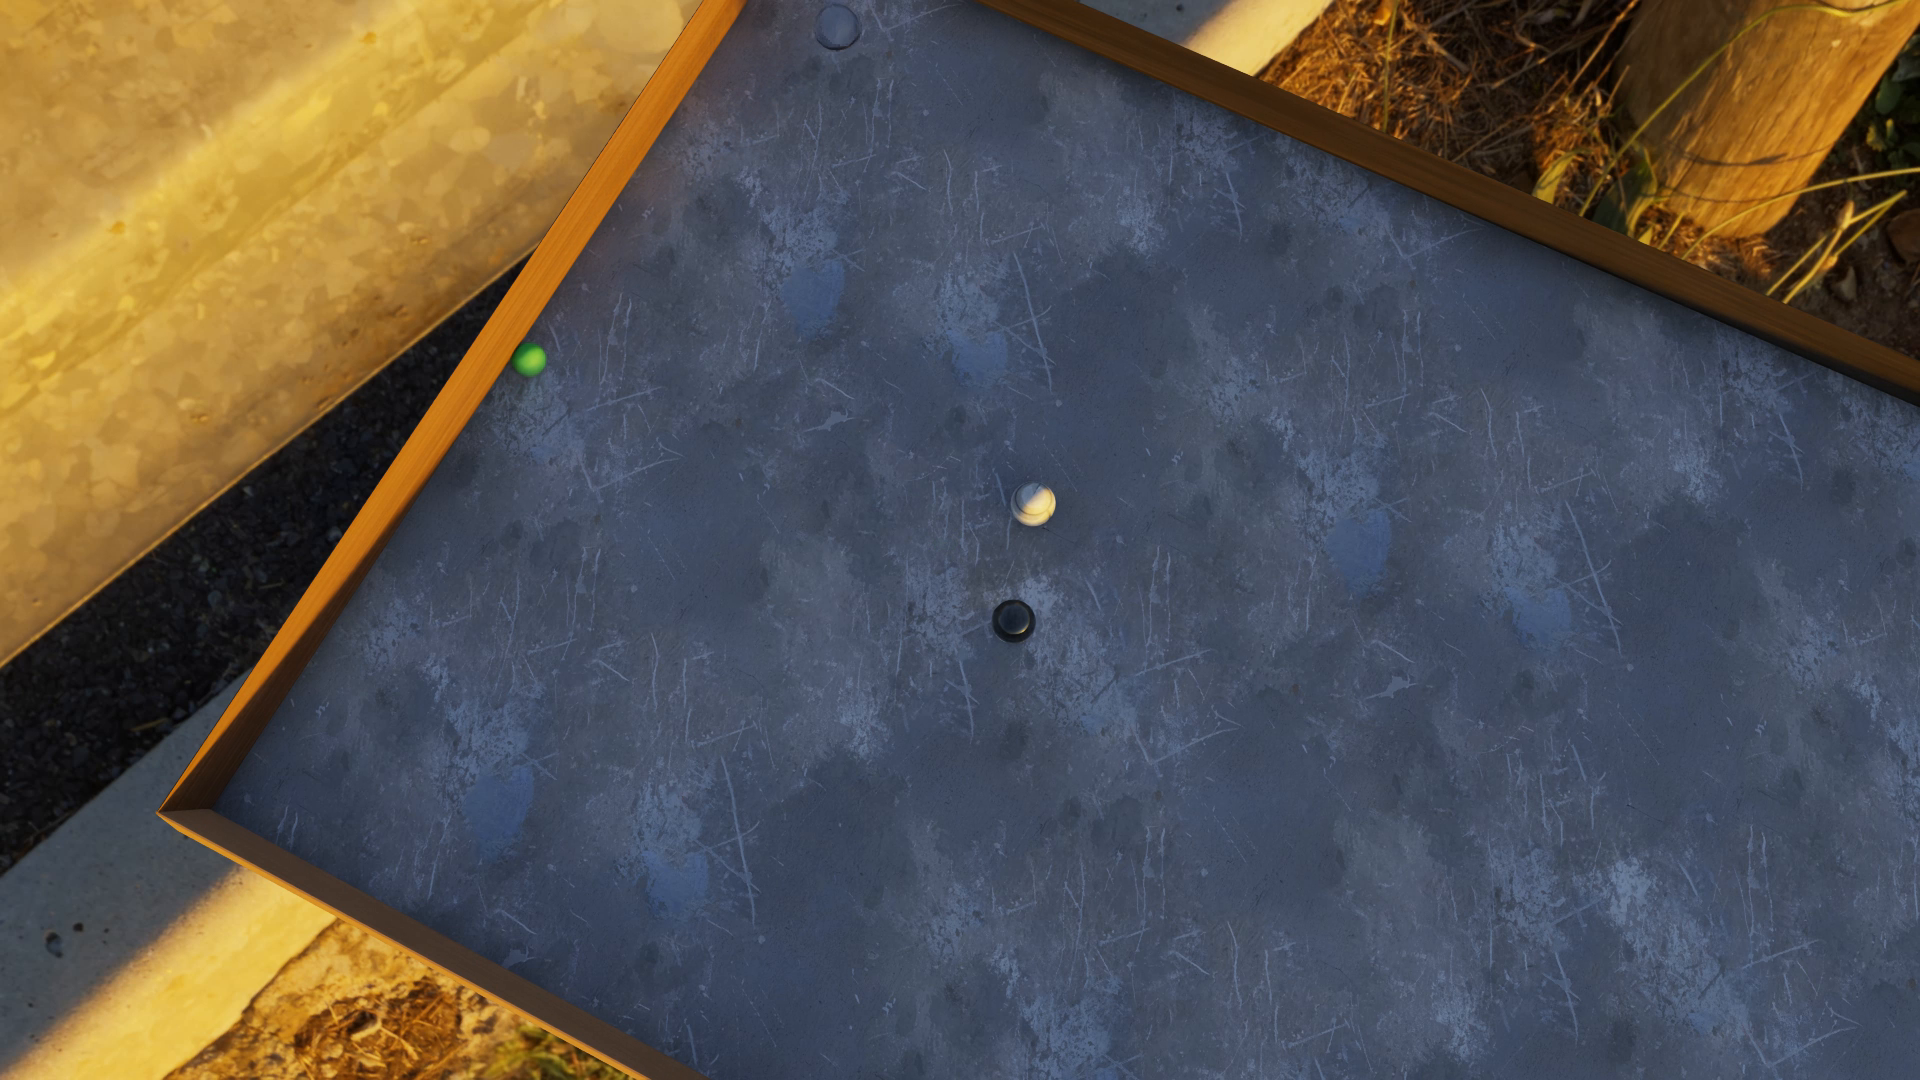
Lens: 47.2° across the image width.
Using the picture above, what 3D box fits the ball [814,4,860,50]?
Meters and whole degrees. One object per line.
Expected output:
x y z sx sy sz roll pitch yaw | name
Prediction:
-0.216 -0.898 3.854 0.080 0.080 0.080 0 68 0 | ball

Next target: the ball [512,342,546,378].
-0.710 -0.297 3.621 0.056 0.056 0.056 0 68 0 | ball

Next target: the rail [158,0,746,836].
-0.729 -0.356 3.619 0.045 0.104 1.921 26 70 10 | rail

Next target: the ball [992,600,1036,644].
0.084 0.128 3.440 0.070 0.070 0.070 0 68 0 | ball

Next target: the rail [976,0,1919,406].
1.180 -0.419 3.644 3.375 0.104 0.045 26 70 10 | rail

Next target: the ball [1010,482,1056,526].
0.117 -0.058 3.515 0.072 0.072 0.072 0 68 0 | ball

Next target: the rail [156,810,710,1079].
0.319 1.122 3.016 3.375 0.104 0.045 26 70 10 | rail
